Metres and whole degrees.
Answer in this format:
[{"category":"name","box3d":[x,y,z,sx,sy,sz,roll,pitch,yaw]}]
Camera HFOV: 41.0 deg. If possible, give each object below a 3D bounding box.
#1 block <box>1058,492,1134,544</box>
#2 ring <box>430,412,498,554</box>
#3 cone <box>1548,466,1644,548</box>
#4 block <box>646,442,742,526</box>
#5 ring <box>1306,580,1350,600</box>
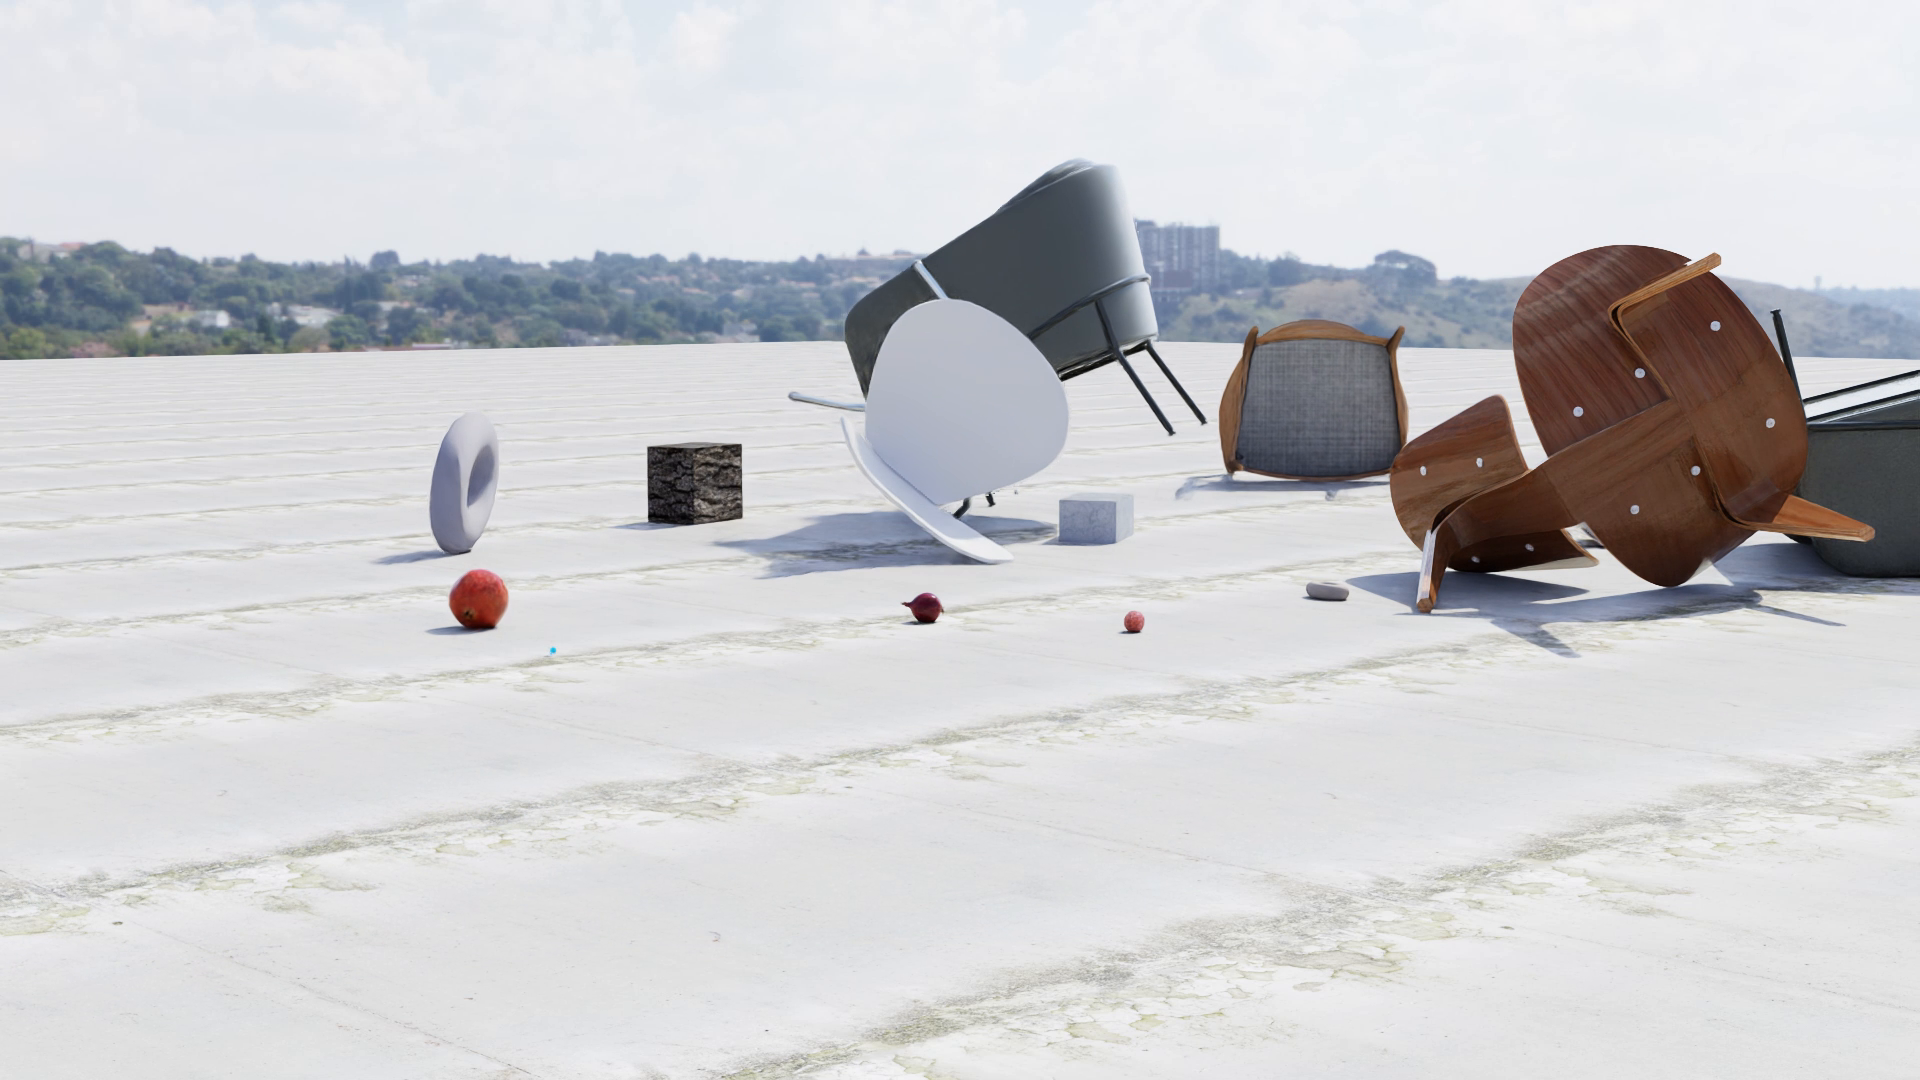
[{"category":"block","box3d":[0.344,-0.057,6.450,0.144,0.105,0.225,2,6,15]},{"category":"ring","box3d":[-1.182,-0.137,6.129,0.085,0.352,0.272,6,-18,11]},{"category":"cone","box3d":[1.574,-0.036,6.286,0.275,0.175,0.205,33,30,-17]},{"category":"block","box3d":[-0.713,-0.154,6.910,0.155,0.204,0.216,4,7,32]},{"category":"ring","box3d":[0.753,0.104,5.255,0.067,0.032,0.111,-2,7,-33]}]
